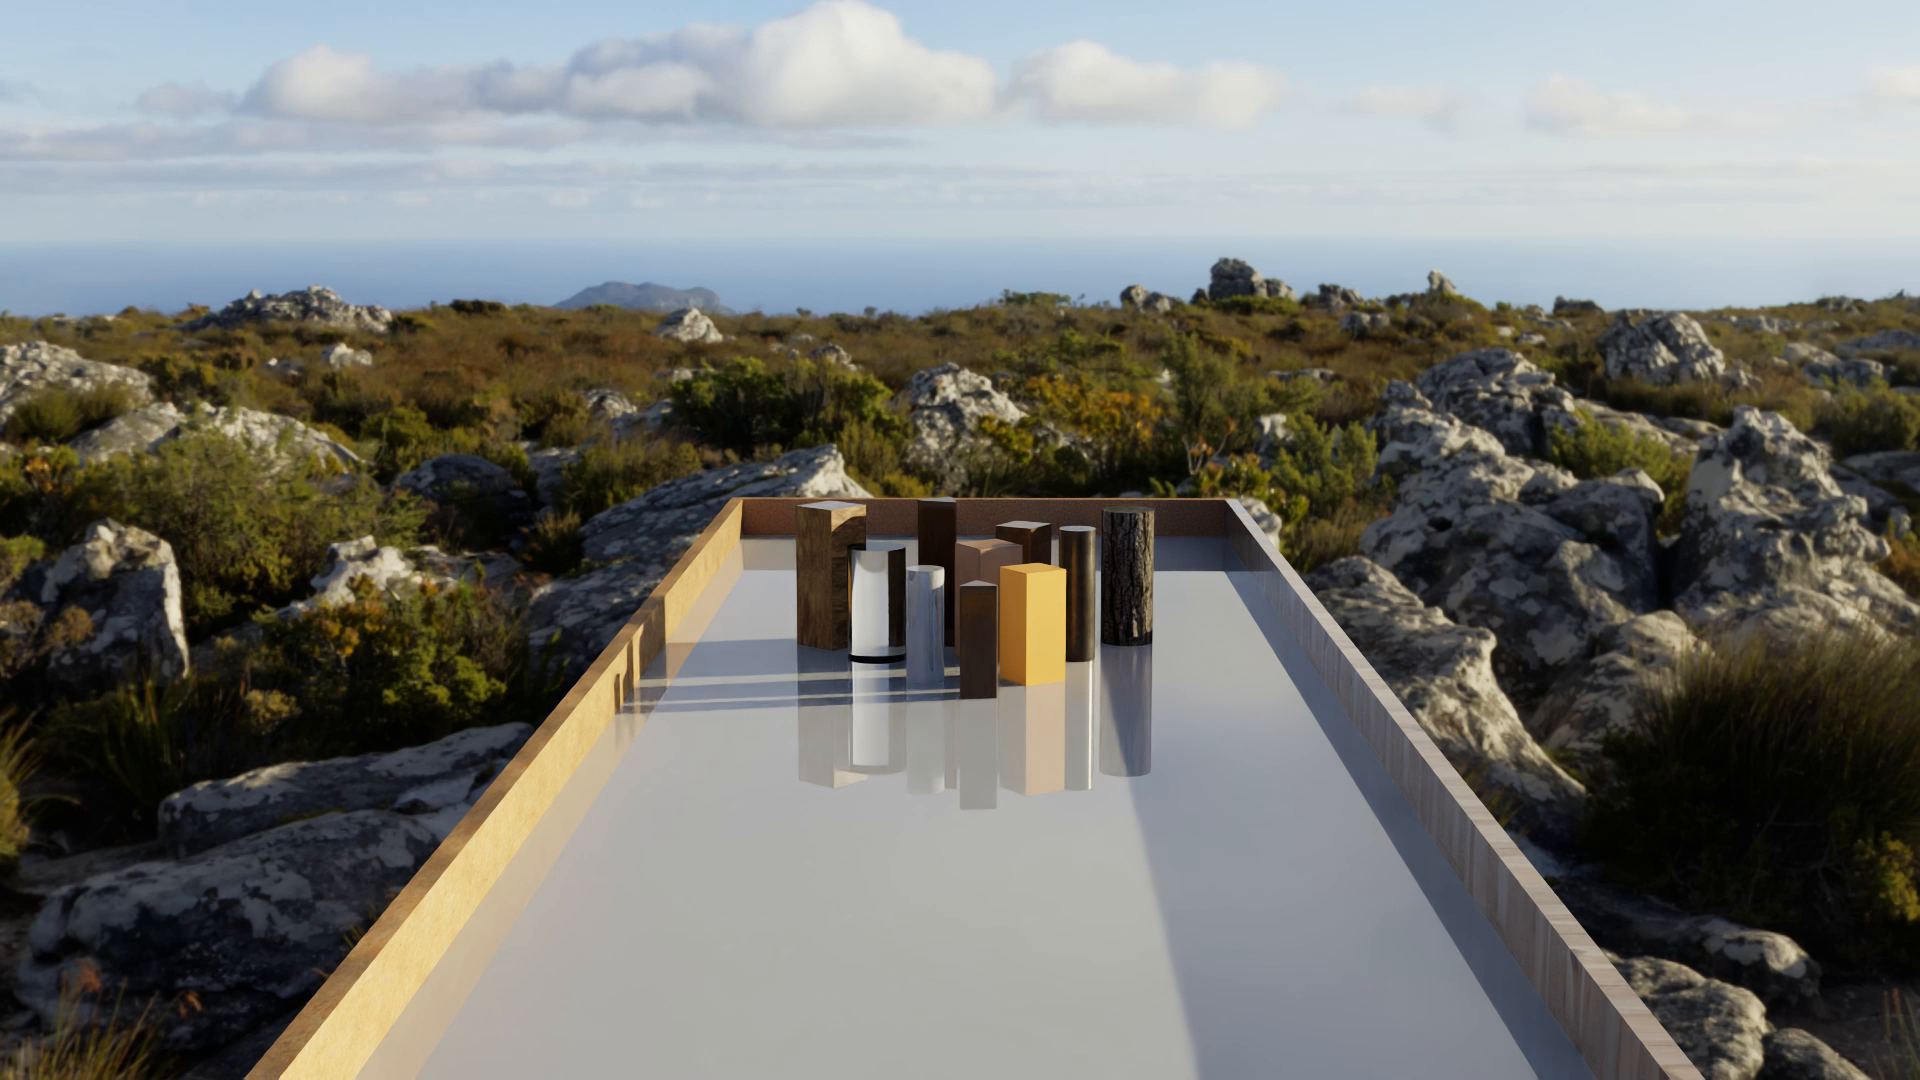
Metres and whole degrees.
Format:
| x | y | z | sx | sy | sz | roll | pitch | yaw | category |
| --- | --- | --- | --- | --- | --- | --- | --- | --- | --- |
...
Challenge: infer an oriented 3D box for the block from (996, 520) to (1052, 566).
| x | y | z | sx | sy | sz | roll | pitch | yaw | category |
| --- | --- | --- | --- | --- | --- | --- | --- | --- | --- |
| 0.200 | 0.138 | 6.937 | 0.128 | 0.377 | 0.128 | 6 | 11 | 32 | block |

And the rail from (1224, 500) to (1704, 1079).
| x | y | z | sx | sy | sz | roll | pitch | yaw | category |
| --- | --- | --- | --- | --- | --- | --- | --- | --- | --- |
| 1.046 | 0.843 | 3.208 | 0.050 | 0.150 | 12.000 | 0 | 9 | 1 | rail |

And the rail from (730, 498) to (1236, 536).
| x | y | z | sx | sy | sz | roll | pitch | yaw | category |
| --- | --- | --- | --- | --- | --- | --- | --- | --- | --- |
| 0.099 | -0.098 | 9.147 | 2.100 | 0.150 | 0.050 | 0 | 9 | 1 | rail |

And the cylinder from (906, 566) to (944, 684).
| x | y | z | sx | sy | sz | roll | pitch | yaw | category |
| --- | --- | --- | --- | --- | --- | --- | --- | --- | --- |
| -0.101 | 0.246 | 6.404 | 0.111 | 0.330 | 0.111 | 0 | 9 | 0 | cylinder |

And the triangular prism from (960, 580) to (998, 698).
| x | y | z | sx | sy | sz | roll | pitch | yaw | category |
| --- | --- | --- | --- | --- | --- | --- | --- | --- | --- |
| 0.049 | 0.280 | 6.214 | 0.104 | 0.322 | 0.090 | -1 | 9 | -5 | triangular prism |

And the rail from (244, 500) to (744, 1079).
| x | y | z | sx | sy | sz | roll | pitch | yaw | category |
| --- | --- | --- | --- | --- | --- | --- | --- | --- | --- |
| -1.004 | 0.839 | 3.234 | 0.050 | 0.150 | 12.000 | 0 | 9 | 1 | rail |

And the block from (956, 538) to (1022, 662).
| x | y | z | sx | sy | sz | roll | pitch | yaw | category |
| --- | --- | --- | --- | --- | --- | --- | --- | --- | --- |
| 0.087 | 0.186 | 6.705 | 0.149 | 0.353 | 0.149 | -5 | 10 | -30 | block |

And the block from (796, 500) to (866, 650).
| x | y | z | sx | sy | sz | roll | pitch | yaw | category |
| --- | --- | --- | --- | --- | --- | --- | --- | --- | --- |
| -0.404 | 0.109 | 6.908 | 0.155 | 0.441 | 0.155 | 8 | 12 | 40 | block |

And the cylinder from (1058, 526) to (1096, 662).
| x | y | z | sx | sy | sz | roll | pitch | yaw | category |
| --- | --- | --- | --- | --- | --- | --- | --- | --- | --- |
| 0.356 | 0.163 | 6.694 | 0.112 | 0.402 | 0.112 | 0 | 9 | 0 | cylinder |

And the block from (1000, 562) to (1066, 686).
| x | y | z | sx | sy | sz | roll | pitch | yaw | category |
| --- | --- | --- | --- | --- | --- | --- | --- | --- | --- |
| 0.212 | 0.244 | 6.417 | 0.138 | 0.329 | 0.138 | -6 | 11 | -32 | block |

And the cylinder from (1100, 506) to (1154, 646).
| x | y | z | sx | sy | sz | roll | pitch | yaw | category |
| --- | --- | --- | --- | --- | --- | --- | --- | --- | --- |
| 0.529 | 0.112 | 6.952 | 0.165 | 0.422 | 0.165 | 0 | 9 | 0 | cylinder |

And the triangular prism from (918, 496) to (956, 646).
| x | y | z | sx | sy | sz | roll | pitch | yaw | category |
| --- | --- | --- | --- | --- | --- | --- | --- | --- | --- |
| -0.052 | 0.097 | 6.931 | 0.128 | 0.458 | 0.111 | 4 | 10 | 22 | triangular prism |

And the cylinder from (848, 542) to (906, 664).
| x | y | z | sx | sy | sz | roll | pitch | yaw | category |
| --- | --- | --- | --- | --- | --- | --- | --- | --- | --- |
| -0.254 | 0.190 | 6.706 | 0.179 | 0.345 | 0.179 | 0 | 9 | 0 | cylinder |
